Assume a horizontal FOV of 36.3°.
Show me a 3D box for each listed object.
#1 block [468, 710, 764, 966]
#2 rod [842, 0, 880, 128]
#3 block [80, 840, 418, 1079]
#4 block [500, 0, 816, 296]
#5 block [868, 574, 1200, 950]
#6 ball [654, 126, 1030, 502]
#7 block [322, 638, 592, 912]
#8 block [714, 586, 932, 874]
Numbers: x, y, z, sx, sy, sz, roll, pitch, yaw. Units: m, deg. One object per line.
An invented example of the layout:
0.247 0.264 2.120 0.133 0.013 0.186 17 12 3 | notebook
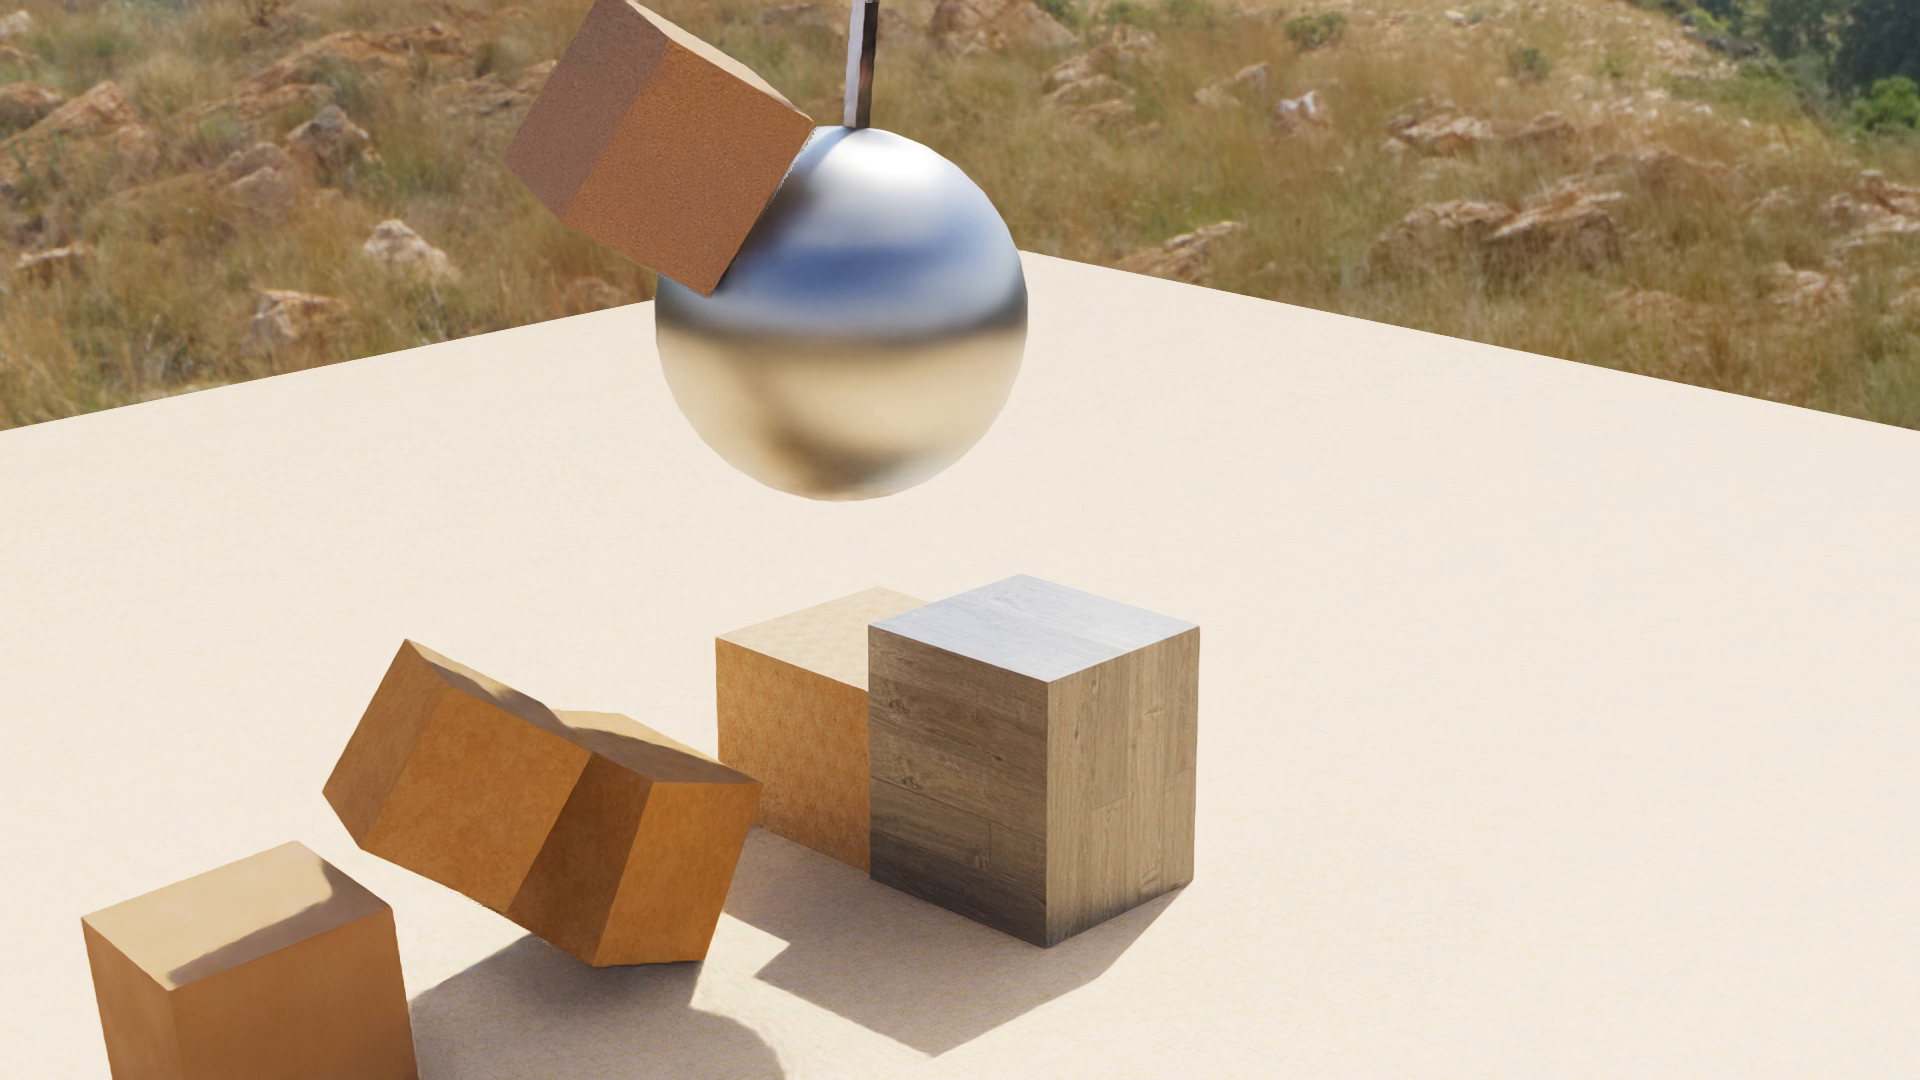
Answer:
-1.501 1.252 12.457 0.845 0.810 0.770 23 7 31 | block
-0.219 -4.267 11.771 0.080 5.200 0.080 17 17 42 | rod
-2.703 1.781 11.197 0.899 0.812 0.805 -19 25 -34 | block
-1.217 -1.602 11.782 0.745 0.825 0.709 26 12 -38 | block
0.329 0.965 13.218 1.080 1.233 1.009 16 23 41 | block
-0.505 -0.960 12.510 1.600 1.600 1.600 0 17 0 | ball
-1.998 0.920 11.592 0.644 0.708 0.750 29 0 -27 | block
-0.401 0.883 14.047 1.080 0.892 1.075 17 24 42 | block
